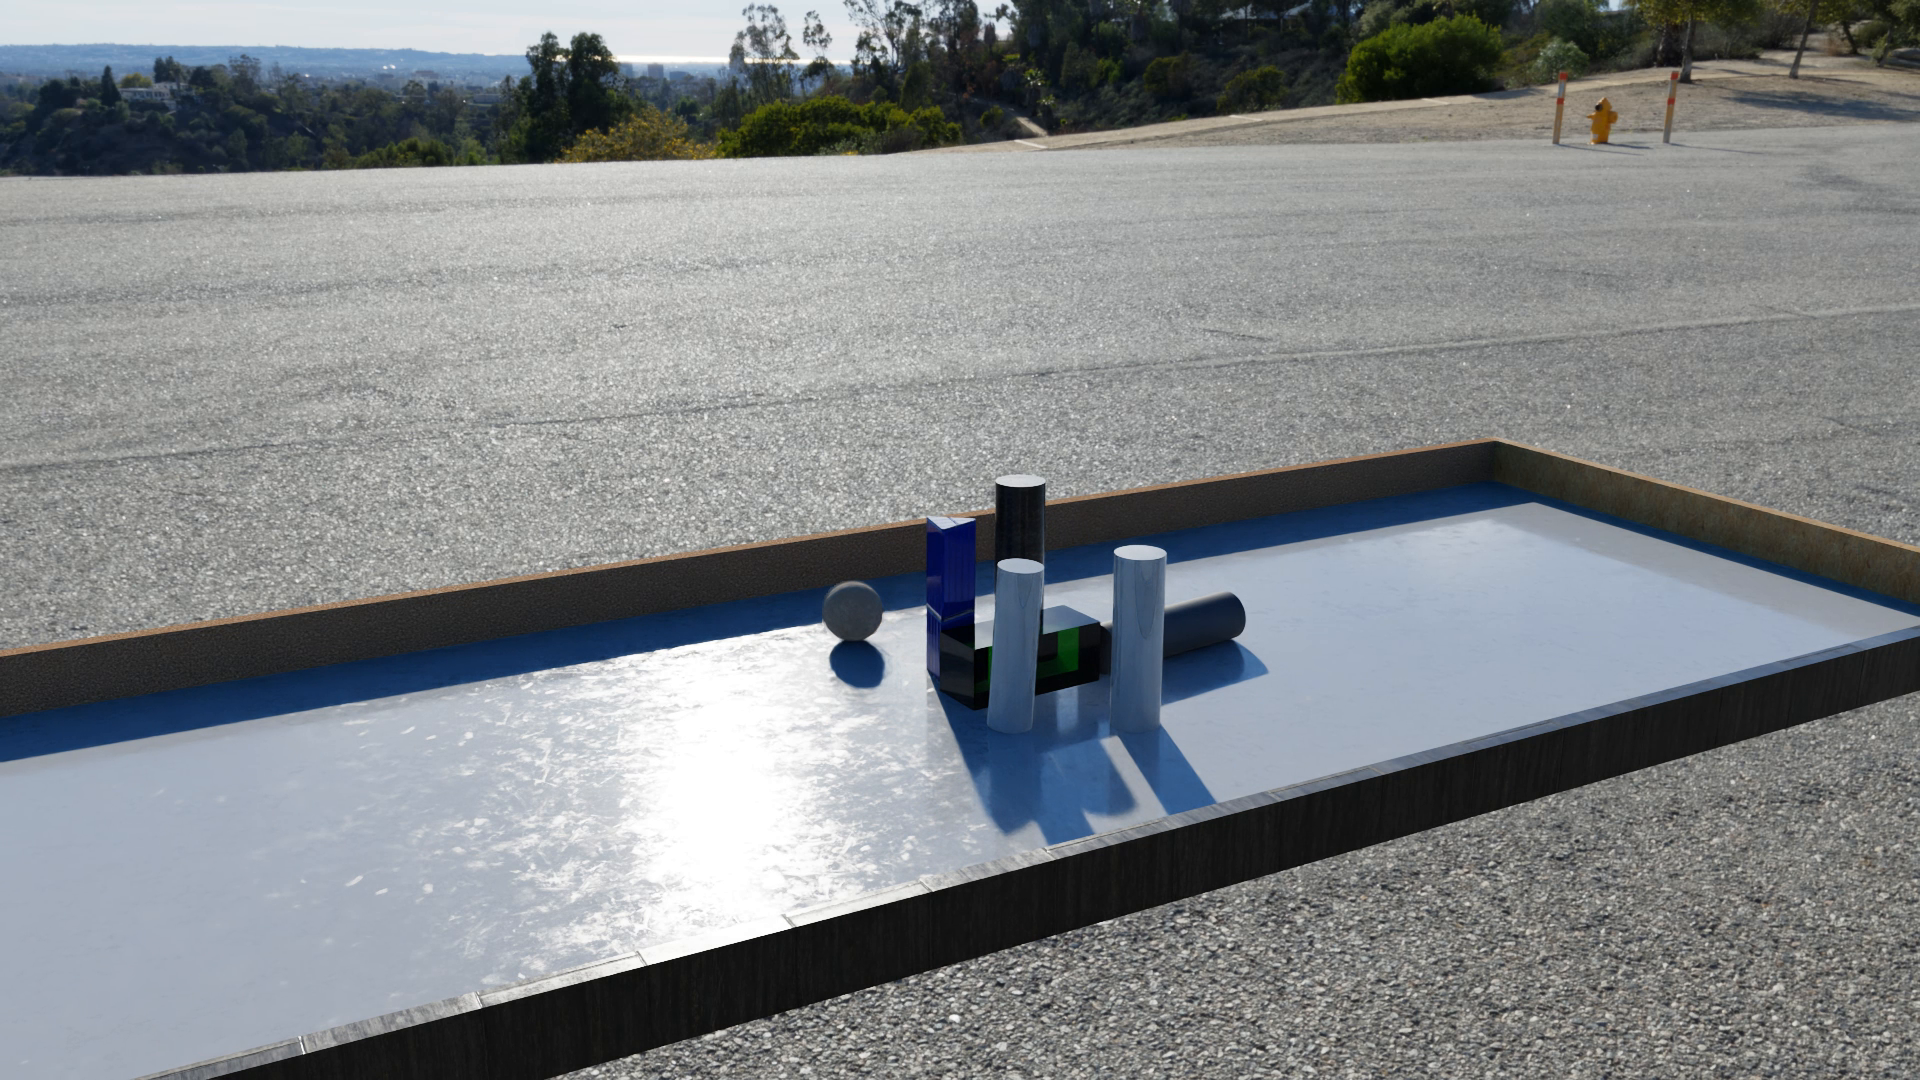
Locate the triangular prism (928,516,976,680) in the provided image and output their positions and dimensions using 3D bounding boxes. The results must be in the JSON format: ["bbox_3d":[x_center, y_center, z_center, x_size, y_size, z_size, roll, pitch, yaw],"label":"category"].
[{"bbox_3d":[-0.043,0.143,4.152,0.106,0.402,0.122,14,21,39],"label":"triangular prism"}]

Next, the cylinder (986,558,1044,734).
[{"bbox_3d":[0.128,0.246,3.812,0.106,0.392,0.106,3,18,-1],"label":"cylinder"}]

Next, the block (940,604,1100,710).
[{"bbox_3d":[0.150,0.288,4.097,0.376,0.156,0.156,-10,19,-31],"label":"block"}]

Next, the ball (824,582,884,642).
[{"bbox_3d":[-0.286,0.192,4.417,0.161,0.161,0.161,0,16,0],"label":"ball"}]

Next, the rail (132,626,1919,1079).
[{"bbox_3d":[-2.336,1.006,1.665,12.000,0.150,0.050,-9,18,-27],"label":"rail"}]

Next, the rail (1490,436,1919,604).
[{"bbox_3d":[2.466,-0.048,5.253,0.050,0.150,2.100,-9,18,-27],"label":"rail"}]

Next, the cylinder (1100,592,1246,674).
[{"bbox_3d":[0.539,0.239,4.313,0.457,0.129,0.129,-12,20,-35],"label":"cylinder"}]

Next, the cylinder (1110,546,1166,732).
[{"bbox_3d":[0.412,0.230,3.830,0.119,0.419,0.119,0,16,0],"label":"cylinder"}]

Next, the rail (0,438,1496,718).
[{"bbox_3d":[-3.305,0.497,3.399,12.000,0.150,0.050,-9,18,-27],"label":"rail"}]

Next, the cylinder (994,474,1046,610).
[{"bbox_3d":[0.156,0.065,4.324,0.130,0.456,0.130,0,16,0],"label":"cylinder"}]
